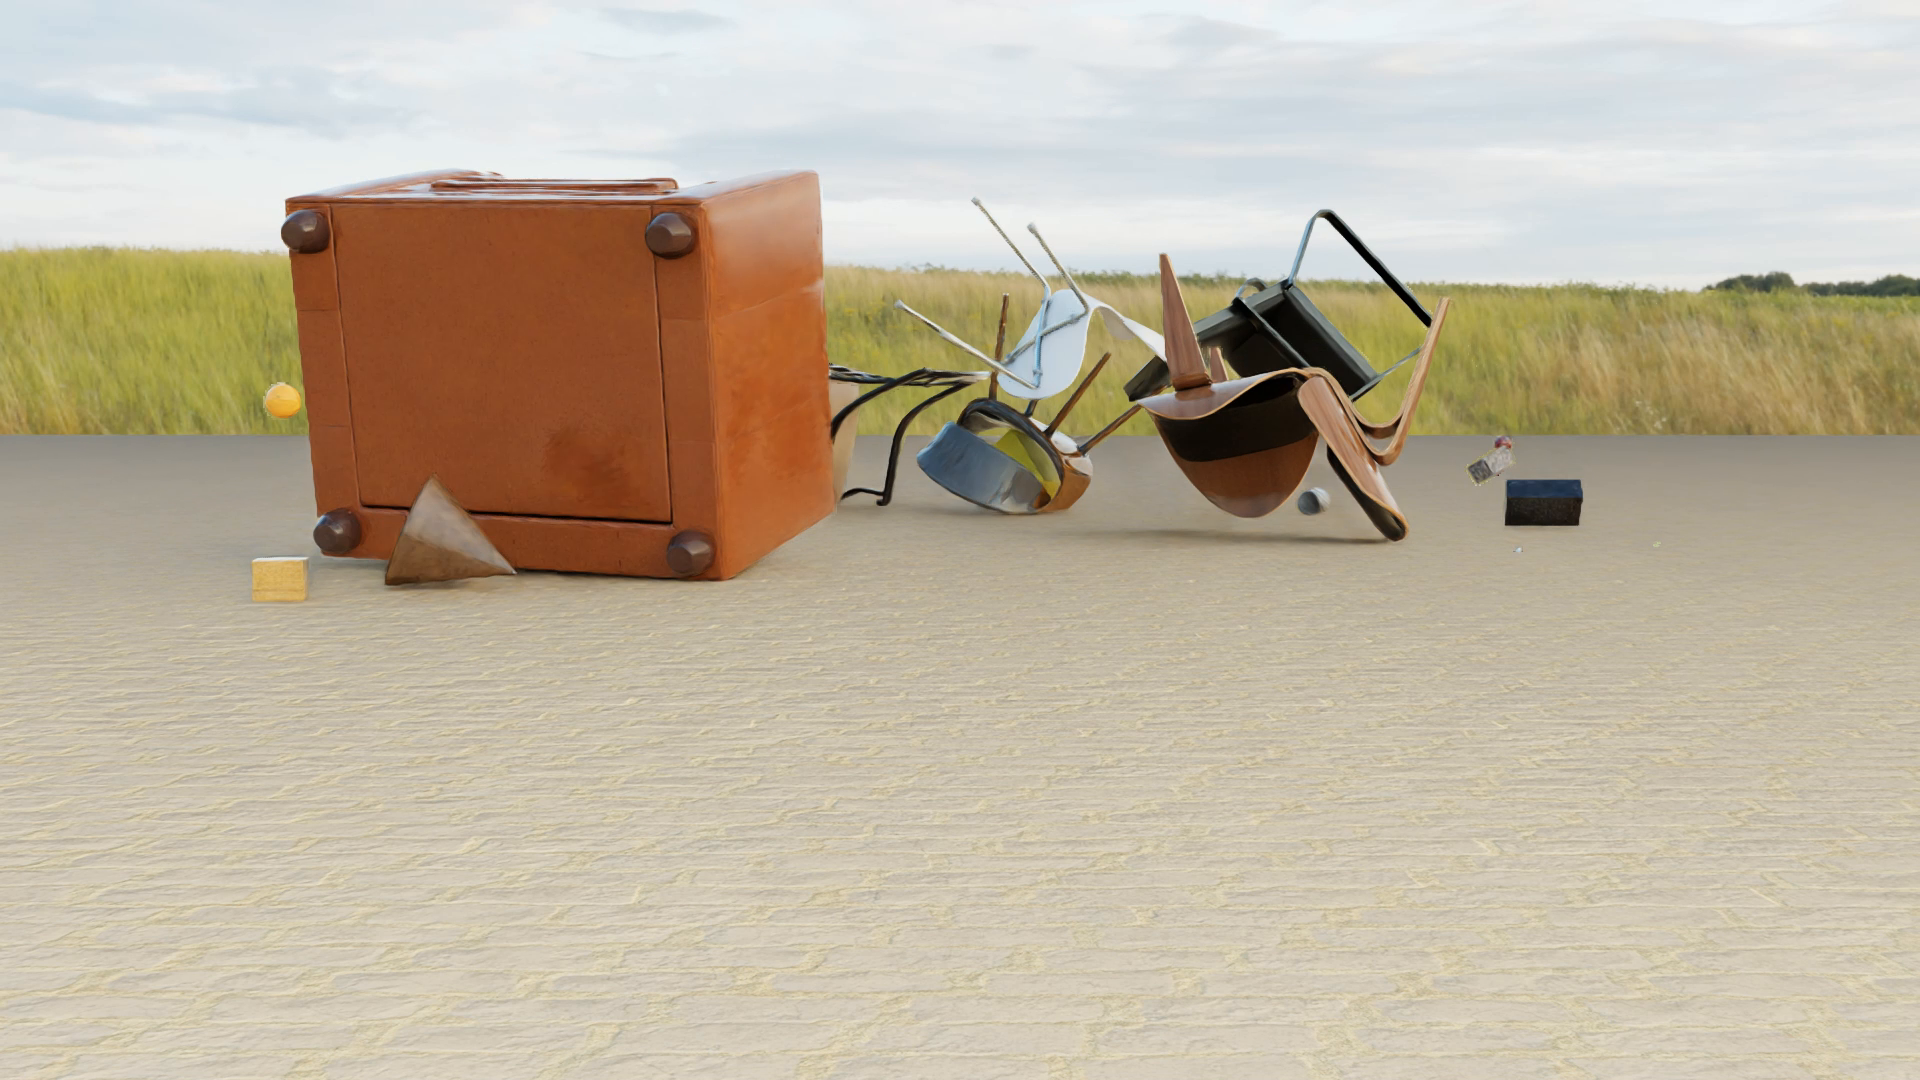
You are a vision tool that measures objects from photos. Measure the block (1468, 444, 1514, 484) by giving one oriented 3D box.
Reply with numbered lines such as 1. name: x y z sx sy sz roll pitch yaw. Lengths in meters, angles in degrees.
1. block: 1.452 -0.208 6.012 0.118 0.051 0.062 -27 -6 -42

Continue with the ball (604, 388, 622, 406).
1. ball: -1.310 -0.544 8.318 0.068 0.068 0.068 0 4 0

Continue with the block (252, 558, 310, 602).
1. block: -1.453 0.084 4.705 0.105 0.085 0.103 -1 4 -11

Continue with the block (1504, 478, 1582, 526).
1. block: 1.869 -0.122 7.058 0.232 0.080 0.135 0 -39 9

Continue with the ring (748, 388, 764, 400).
1. ring: -0.849 -0.607 9.134 0.072 0.033 0.066 15 -8 27

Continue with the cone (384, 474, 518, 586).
1. cone: -1.114 0.027 4.940 0.265 0.275 0.125 22 -7 1

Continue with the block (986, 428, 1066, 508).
1. block: 0.249 -0.266 8.208 0.136 0.252 0.165 -42 -26 22
